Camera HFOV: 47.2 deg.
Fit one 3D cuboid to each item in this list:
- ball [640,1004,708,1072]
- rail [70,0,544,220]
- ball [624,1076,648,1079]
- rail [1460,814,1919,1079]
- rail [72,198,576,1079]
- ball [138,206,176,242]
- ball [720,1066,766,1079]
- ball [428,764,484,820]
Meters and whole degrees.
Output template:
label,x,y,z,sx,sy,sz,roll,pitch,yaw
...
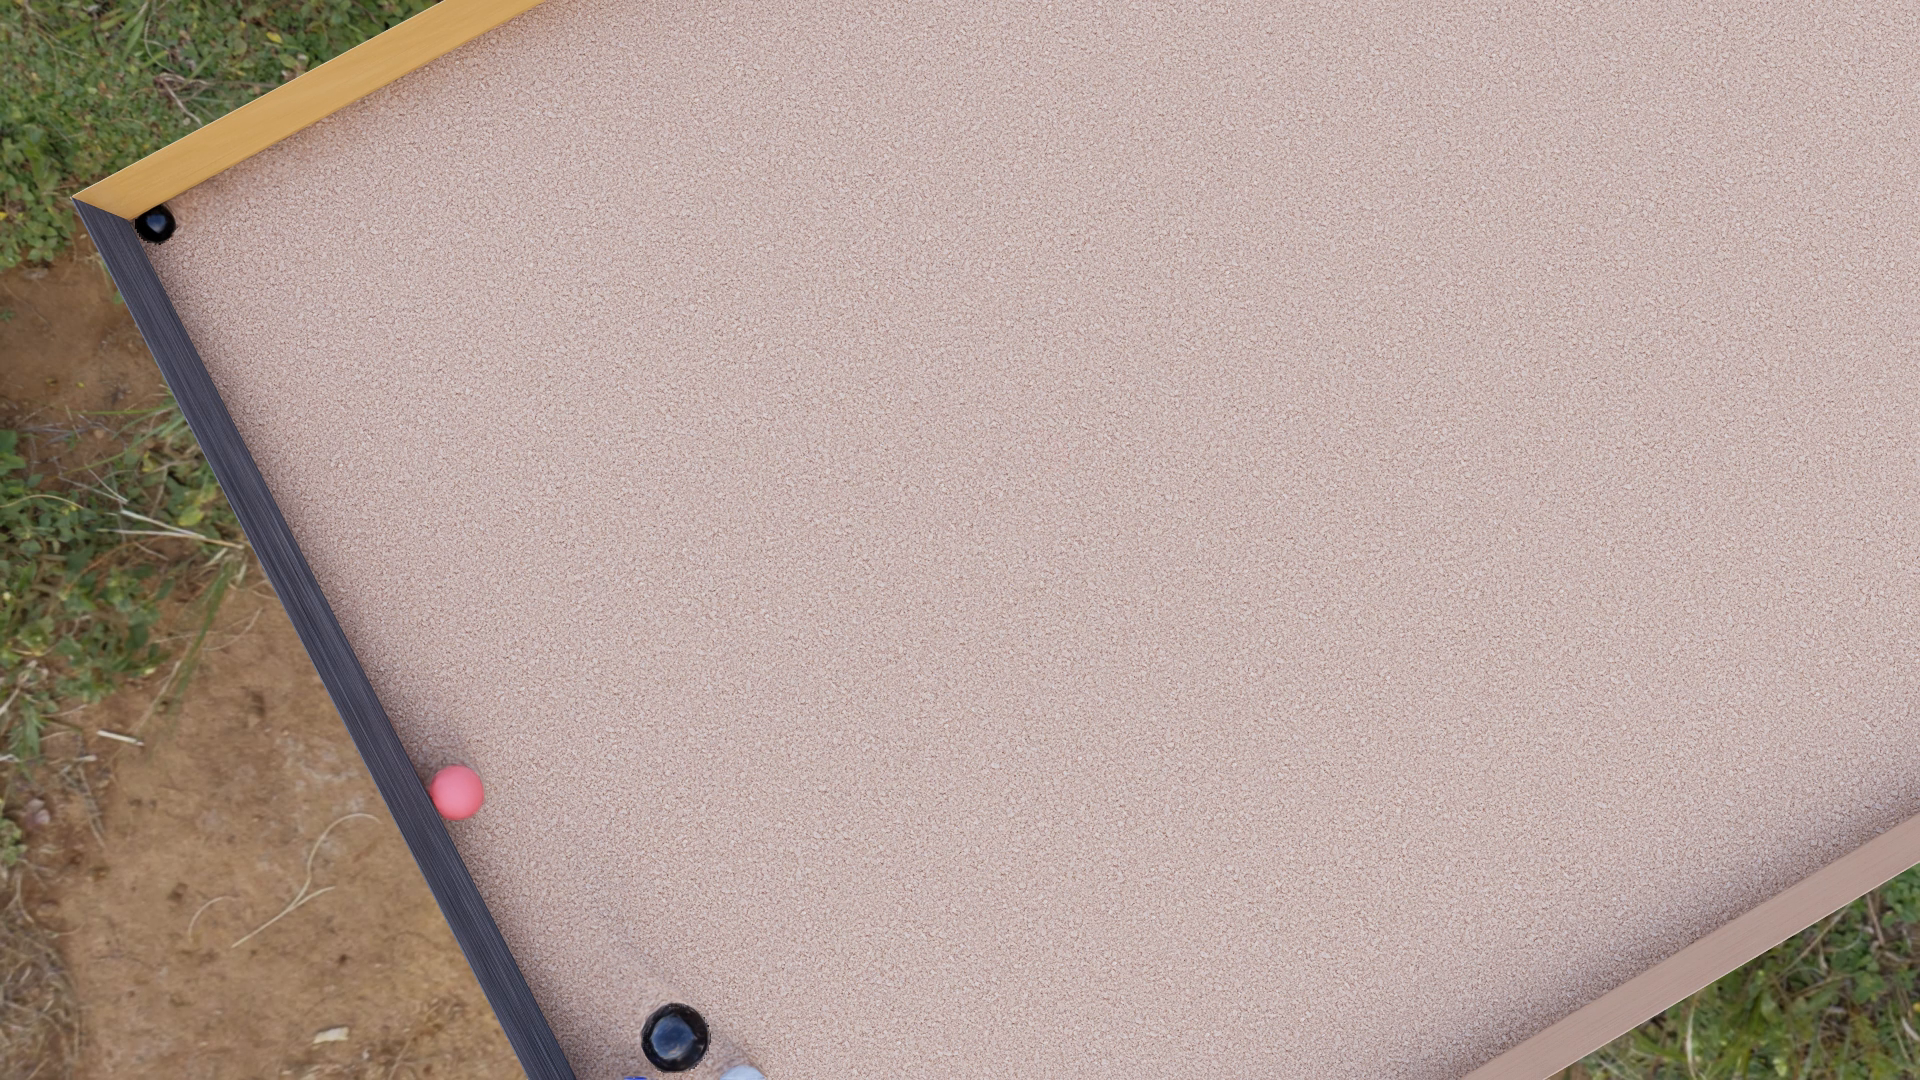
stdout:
label,x,y,z,sx,sy,sz,roll,pitch,yaw
ball,-0.409,0.714,3.155,0.097,0.097,0.097,0,83,0
rail,0.279,-1.346,3.403,3.607,0.127,0.045,-29,84,-4
ball,-0.464,0.817,3.141,0.098,0.098,0.098,0,83,0
rail,1.297,0.470,3.170,3.607,0.127,0.045,-29,84,-4
rail,-0.767,0.420,3.177,0.045,0.127,2.142,-29,84,-4
ball,-1.215,-0.479,3.329,0.056,0.056,0.056,0,83,0
ball,-0.312,0.793,3.156,0.076,0.076,0.076,0,83,0
ball,-0.735,0.368,3.209,0.079,0.079,0.079,0,83,0
